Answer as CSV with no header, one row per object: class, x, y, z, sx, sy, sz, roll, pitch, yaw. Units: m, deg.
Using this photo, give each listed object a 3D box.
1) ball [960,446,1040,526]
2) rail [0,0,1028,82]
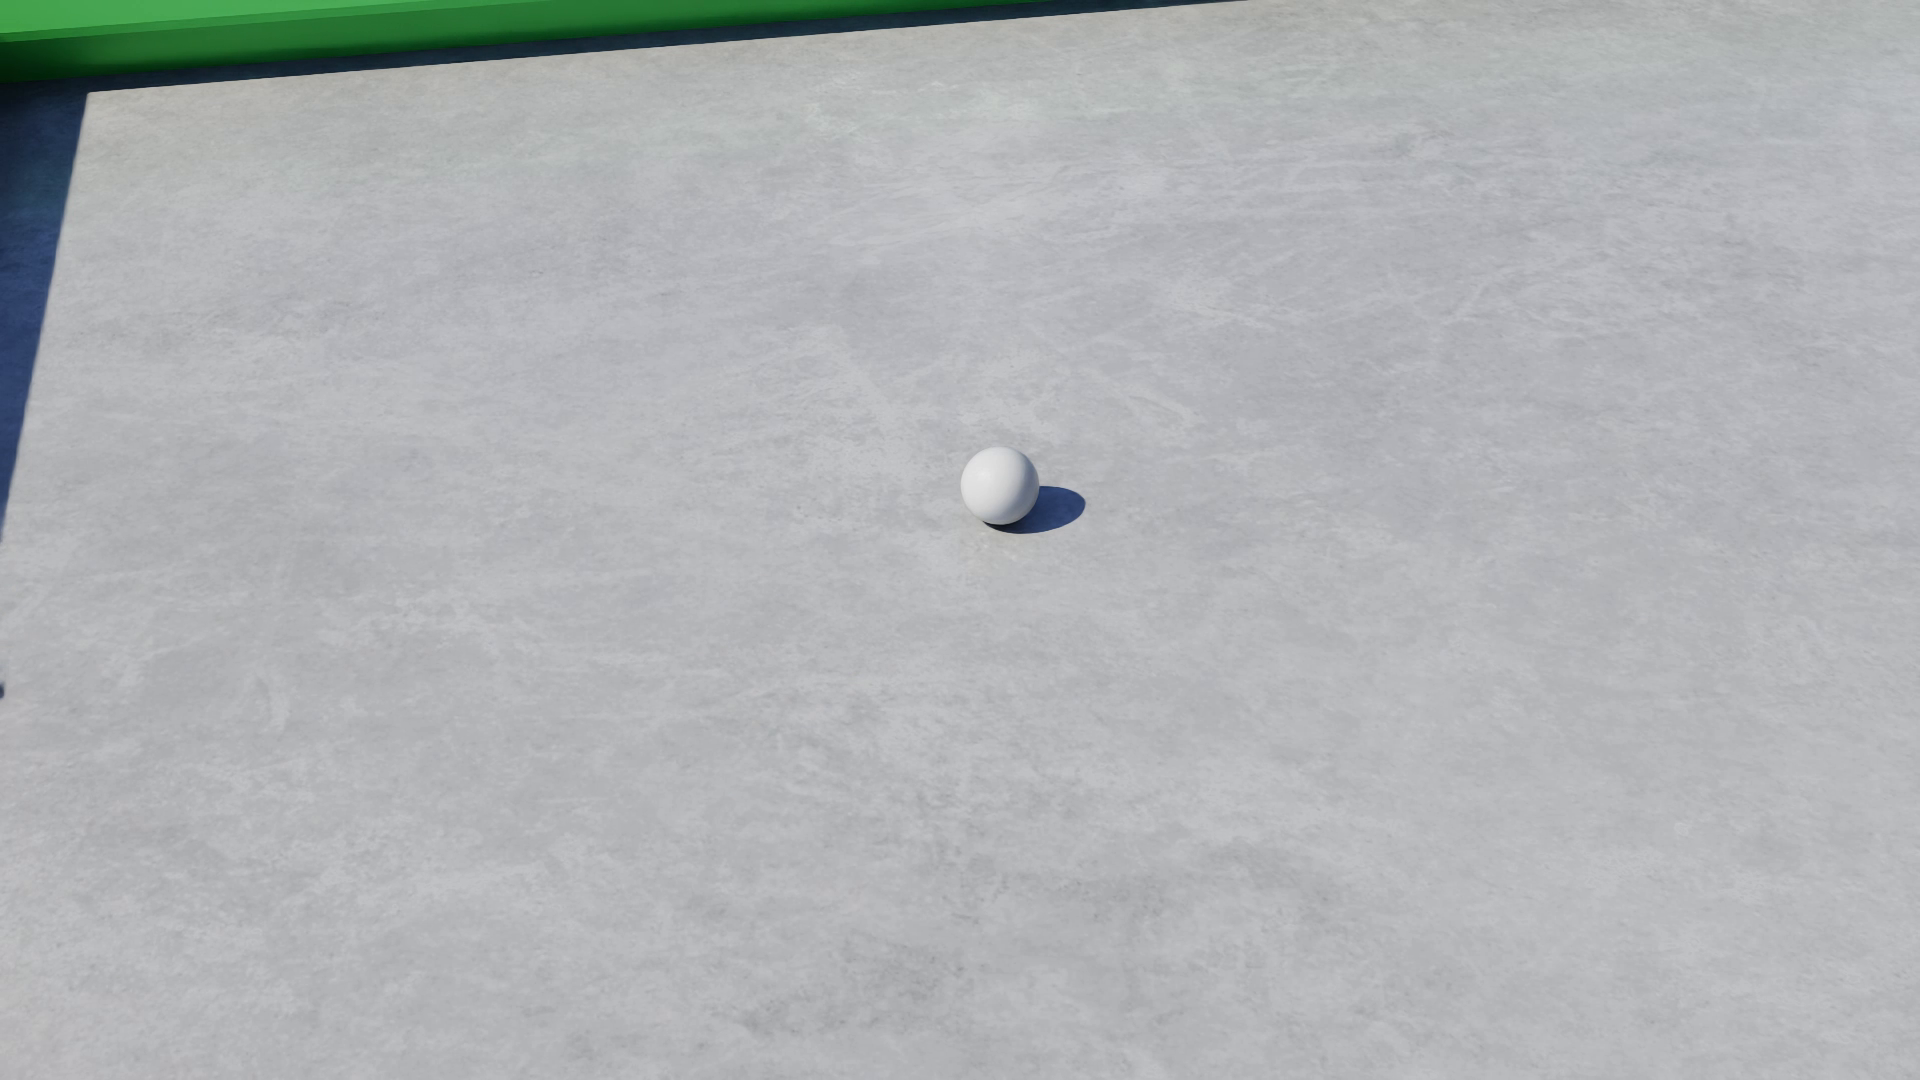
ball,0.026,-0.036,1.675,0.052,0.052,0.052,0,36,0
rail,0.562,-0.582,2.366,2.900,0.120,0.045,-6,37,-9
